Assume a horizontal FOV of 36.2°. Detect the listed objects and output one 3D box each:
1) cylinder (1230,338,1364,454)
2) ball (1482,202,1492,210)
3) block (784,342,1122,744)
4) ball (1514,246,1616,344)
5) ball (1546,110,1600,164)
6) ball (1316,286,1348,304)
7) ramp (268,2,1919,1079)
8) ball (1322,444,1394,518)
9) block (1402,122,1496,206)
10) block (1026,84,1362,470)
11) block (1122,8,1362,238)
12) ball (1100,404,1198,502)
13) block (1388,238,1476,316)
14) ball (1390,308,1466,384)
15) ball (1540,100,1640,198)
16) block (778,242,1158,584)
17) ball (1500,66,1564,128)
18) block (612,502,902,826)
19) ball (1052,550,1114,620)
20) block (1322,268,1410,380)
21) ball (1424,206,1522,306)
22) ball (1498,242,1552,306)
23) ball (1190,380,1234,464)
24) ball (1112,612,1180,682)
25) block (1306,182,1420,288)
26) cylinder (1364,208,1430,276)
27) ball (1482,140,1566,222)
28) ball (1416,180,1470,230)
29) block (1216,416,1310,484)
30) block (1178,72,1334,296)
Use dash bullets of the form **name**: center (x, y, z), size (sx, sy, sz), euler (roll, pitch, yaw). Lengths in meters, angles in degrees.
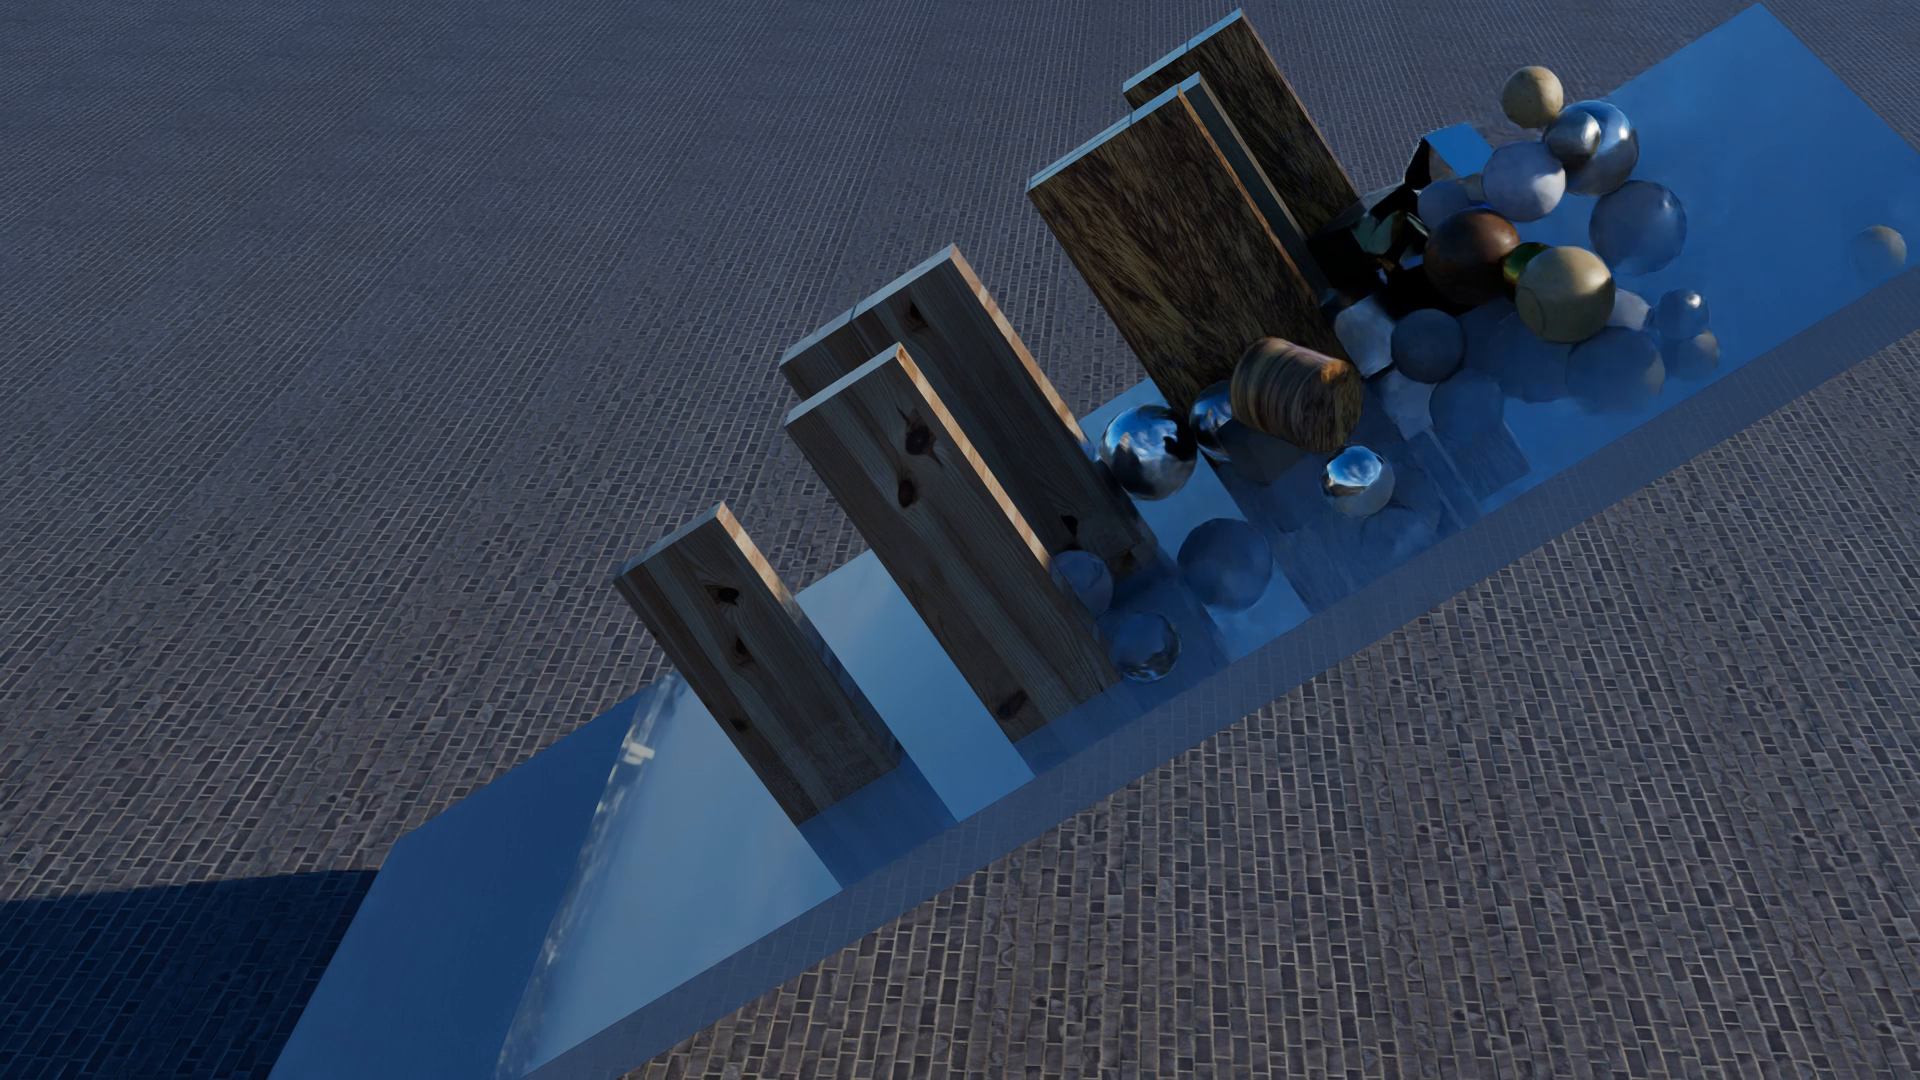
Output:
- **cylinder**: center (0.659, -0.285, 5.765), size (0.186, 0.186, 0.186), euler (-15, 27, -35)
- **ball**: center (1.110, -0.690, 6.406), size (0.115, 0.115, 0.115), euler (0, 21, 0)
- **block**: center (-0.006, 0.011, 5.462), size (0.247, 0.751, 0.093), euler (-31, 16, 14)
- **ball**: center (1.136, -0.460, 5.519), size (0.185, 0.185, 0.185), euler (0, 21, 0)
- **ball**: center (1.227, -0.807, 5.884), size (0.108, 0.108, 0.108), euler (0, 21, 0)
- **ball**: center (0.819, -0.482, 6.369), size (0.133, 0.133, 0.133), euler (0, 21, 0)
- **ramp**: center (0.138, 0.172, 6.300), size (4.000, 0.100, 2.000), euler (-31, 16, 14)
- **ball**: center (0.733, -0.109, 5.420), size (0.134, 0.134, 0.134), euler (0, 21, 0)
- **block**: center (1.059, -0.791, 6.308), size (0.130, 0.130, 0.130), euler (-22, 62, -29)
- **block**: center (0.491, -0.544, 6.139), size (0.369, 0.716, 0.114), euler (-31, 16, 14)
- **block**: center (0.689, -0.868, 6.826), size (0.320, 0.647, 0.111), euler (-31, 16, 14)
- **ball**: center (0.388, -0.179, 6.063), size (0.203, 0.203, 0.203), euler (0, 21, 0)
- **block**: center (1.007, -0.551, 6.153), size (0.135, 0.135, 0.135), euler (-20, 24, 42)
- **ball**: center (0.925, -0.383, 5.809), size (0.150, 0.150, 0.150), euler (0, 21, 0)
- **ball**: center (1.322, -0.821, 6.178), size (0.204, 0.204, 0.204), euler (0, 21, 0)
- **block**: center (0.022, -0.172, 5.954), size (0.415, 0.751, 0.112), euler (-31, 16, 14)
- **ball**: center (1.152, -0.892, 5.918), size (0.124, 0.124, 0.124), euler (0, 21, 0)
- **block**: center (-0.397, 0.249, 5.820), size (0.253, 0.626, 0.087), euler (-31, 16, 14)
- **ball**: center (0.230, 0.095, 5.851), size (0.152, 0.152, 0.152), euler (0, 21, 0)
- **block**: center (0.862, -0.453, 6.137), size (0.148, 0.148, 0.148), euler (-32, 13, 12)
- **ball**: center (1.038, -0.574, 5.950), size (0.200, 0.200, 0.200), euler (0, 21, 0)
- **ball**: center (1.132, -0.522, 5.812), size (0.135, 0.135, 0.135), euler (0, 21, 0)
- **ball**: center (0.562, -0.246, 6.094), size (0.173, 0.173, 0.173), euler (0, 21, 0)
- **ball**: center (0.339, 0.195, 5.362), size (0.127, 0.127, 0.127), euler (0, 21, 0)
- **block**: center (0.924, -0.644, 6.465), size (0.192, 0.192, 0.192), euler (-37, 10, -20)
- **cylinder**: center (0.964, -0.615, 6.301), size (0.138, 0.138, 0.138), euler (33, 14, -16)
- **ball**: center (1.141, -0.726, 5.954), size (0.167, 0.167, 0.167), euler (0, 21, 0)
- **ball**: center (1.016, -0.702, 6.185), size (0.111, 0.111, 0.111), euler (0, 21, 0)
- **block**: center (0.613, -0.200, 5.959), size (0.112, 0.112, 0.112), euler (-40, 27, -15)
- **block**: center (0.554, -0.669, 6.529), size (0.351, 0.639, 0.120), euler (-31, 16, 14)
